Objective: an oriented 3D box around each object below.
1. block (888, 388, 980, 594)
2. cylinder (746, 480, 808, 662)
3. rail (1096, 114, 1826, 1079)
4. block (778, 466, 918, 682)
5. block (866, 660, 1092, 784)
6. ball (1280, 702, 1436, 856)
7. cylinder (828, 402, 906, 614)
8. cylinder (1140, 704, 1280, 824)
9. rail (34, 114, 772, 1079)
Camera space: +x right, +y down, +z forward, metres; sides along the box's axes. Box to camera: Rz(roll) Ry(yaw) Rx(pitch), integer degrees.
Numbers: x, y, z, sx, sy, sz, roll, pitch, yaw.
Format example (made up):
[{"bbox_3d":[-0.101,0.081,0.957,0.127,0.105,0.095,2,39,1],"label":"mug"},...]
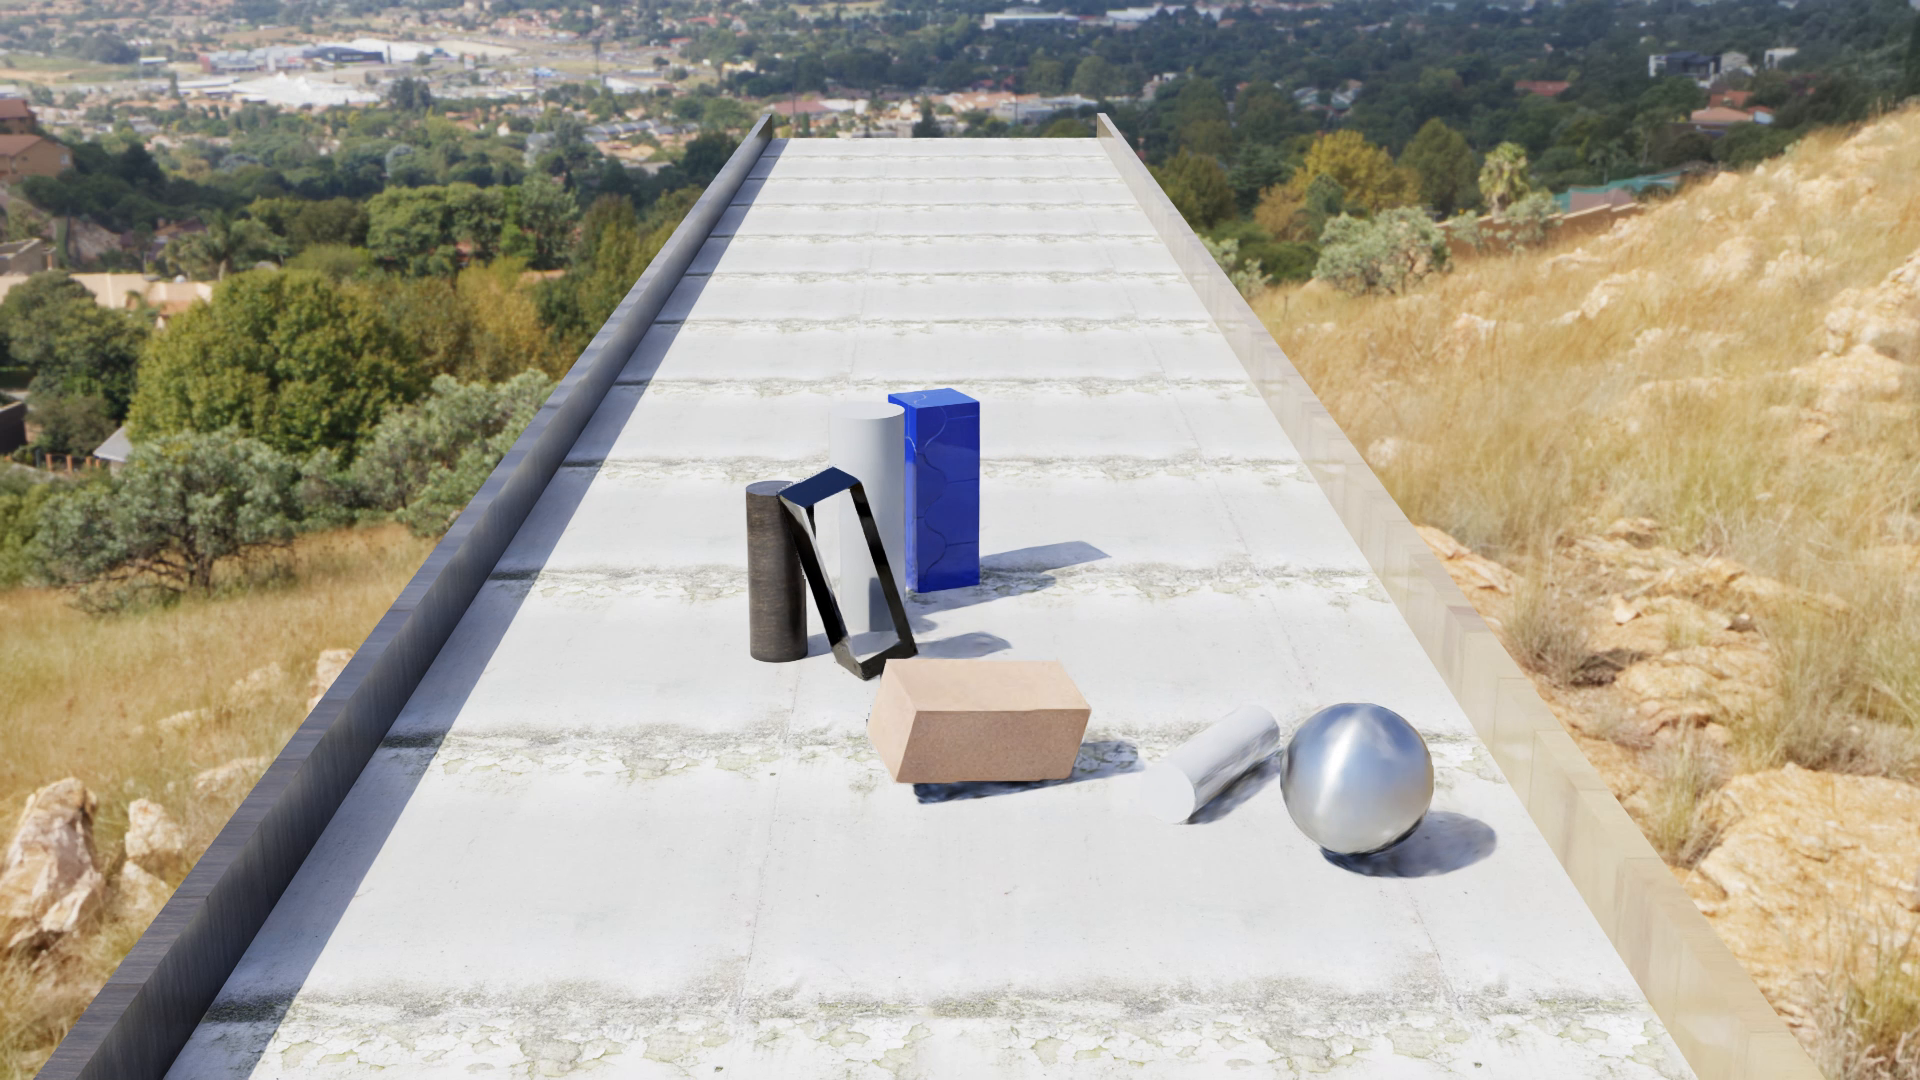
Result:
[{"bbox_3d":[-0.058,-0.111,4.867,0.152,0.417,0.152,-8,18,-24],"label":"block"},{"bbox_3d":[-0.367,0.063,4.406,0.118,0.347,0.118,0,17,0],"label":"cylinder"},{"bbox_3d":[0.932,-0.844,7.801,0.050,0.150,12.000,0,17,-1],"label":"rail"},{"bbox_3d":[-0.217,0.067,4.289,0.125,0.387,0.125,-27,26,-20],"label":"block"},{"bbox_3d":[0.032,0.309,3.773,0.330,0.149,0.149,2,31,-26],"label":"block"},{"bbox_3d":[0.625,0.375,3.463,0.241,0.241,0.241,0,17,0],"label":"ball"},{"bbox_3d":[-0.195,-0.057,4.636,0.160,0.445,0.160,0,17,0],"label":"cylinder"},{"bbox_3d":[0.432,0.380,3.768,0.104,0.104,0.329,10,20,31],"label":"cylinder"},{"bbox_3d":[-1.118,-0.838,7.780,0.050,0.150,12.000,0,17,-1],"label":"rail"}]
